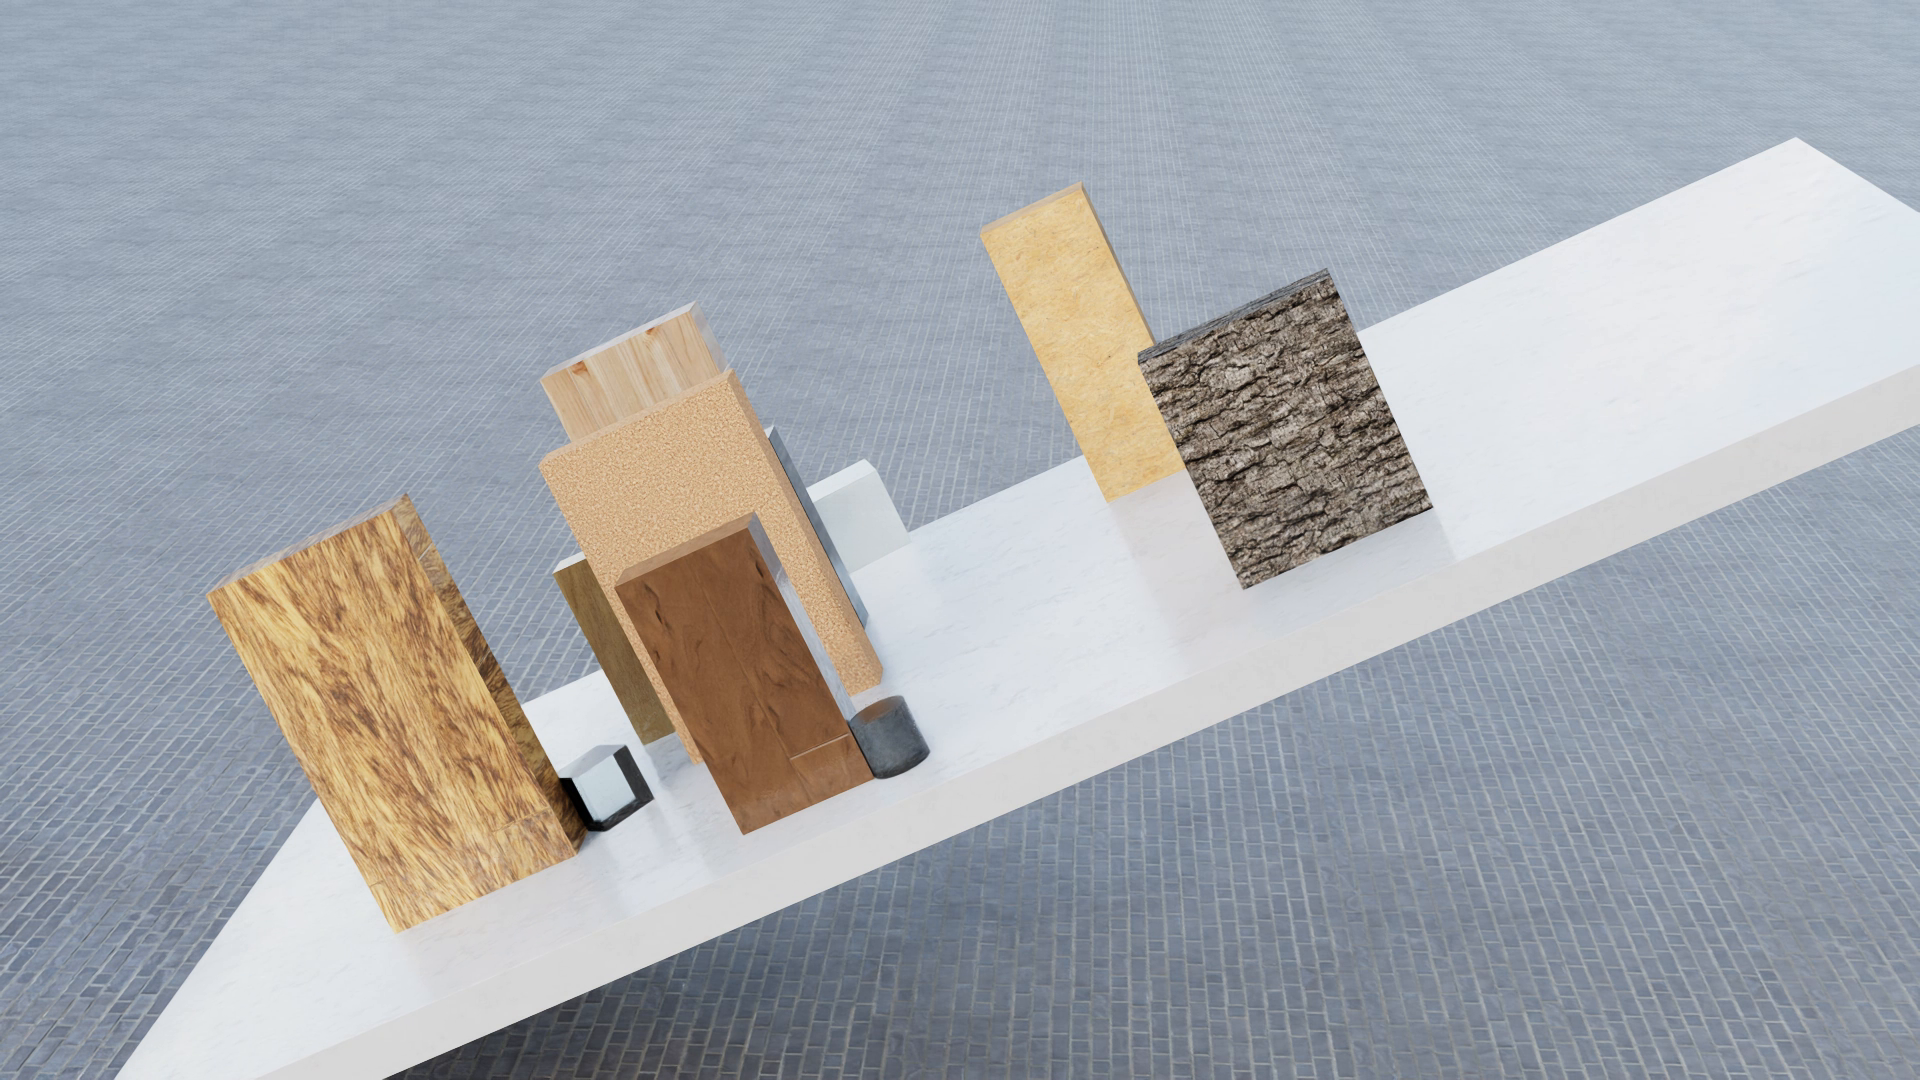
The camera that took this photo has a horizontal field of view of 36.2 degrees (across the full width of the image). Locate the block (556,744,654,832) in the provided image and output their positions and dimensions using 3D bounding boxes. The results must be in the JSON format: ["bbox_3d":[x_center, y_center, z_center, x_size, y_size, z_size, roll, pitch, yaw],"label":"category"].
[{"bbox_3d":[-0.743,0.514,6.098,0.130,0.130,0.130,-34,15,-32],"label":"block"}]

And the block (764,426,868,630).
[{"bbox_3d":[-0.512,0.059,6.629,0.436,0.488,0.115,-24,13,9],"label":"block"}]

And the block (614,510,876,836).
[{"bbox_3d":[-0.399,0.253,5.554,0.278,0.540,0.119,-24,13,9],"label":"block"}]

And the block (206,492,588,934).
[{"bbox_3d":[-1.136,0.357,5.972,0.423,0.800,0.132,-24,13,9],"label":"block"}]

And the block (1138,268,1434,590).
[{"bbox_3d":[0.613,-0.208,5.548,0.390,0.483,0.101,-24,13,9],"label":"block"}]

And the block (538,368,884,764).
[{"bbox_3d":[-0.514,0.060,6.128,0.435,0.715,0.103,-24,13,9],"label":"block"}]

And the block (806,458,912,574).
[{"bbox_3d":[-0.265,-0.053,7.235,0.200,0.200,0.200,-27,13,-5],"label":"block"}]

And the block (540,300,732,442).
[{"bbox_3d":[-0.663,-0.154,7.167,0.404,0.748,0.132,-24,13,9],"label":"block"}]

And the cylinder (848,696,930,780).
[{"bbox_3d":[-0.132,0.371,5.532,0.115,0.115,0.115,-25,13,6],"label":"cylinder"}]

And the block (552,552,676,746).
[{"bbox_3d":[-0.671,0.197,6.505,0.276,0.439,0.095,-24,13,9],"label":"block"}]

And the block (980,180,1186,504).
[{"bbox_3d":[0.303,-0.444,6.622,0.247,0.675,0.115,-24,13,9],"label":"block"}]

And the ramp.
[{"bbox_3d":[0.136,0.169,6.282,4.000,0.100,2.000,-24,13,9],"label":"ramp"}]
